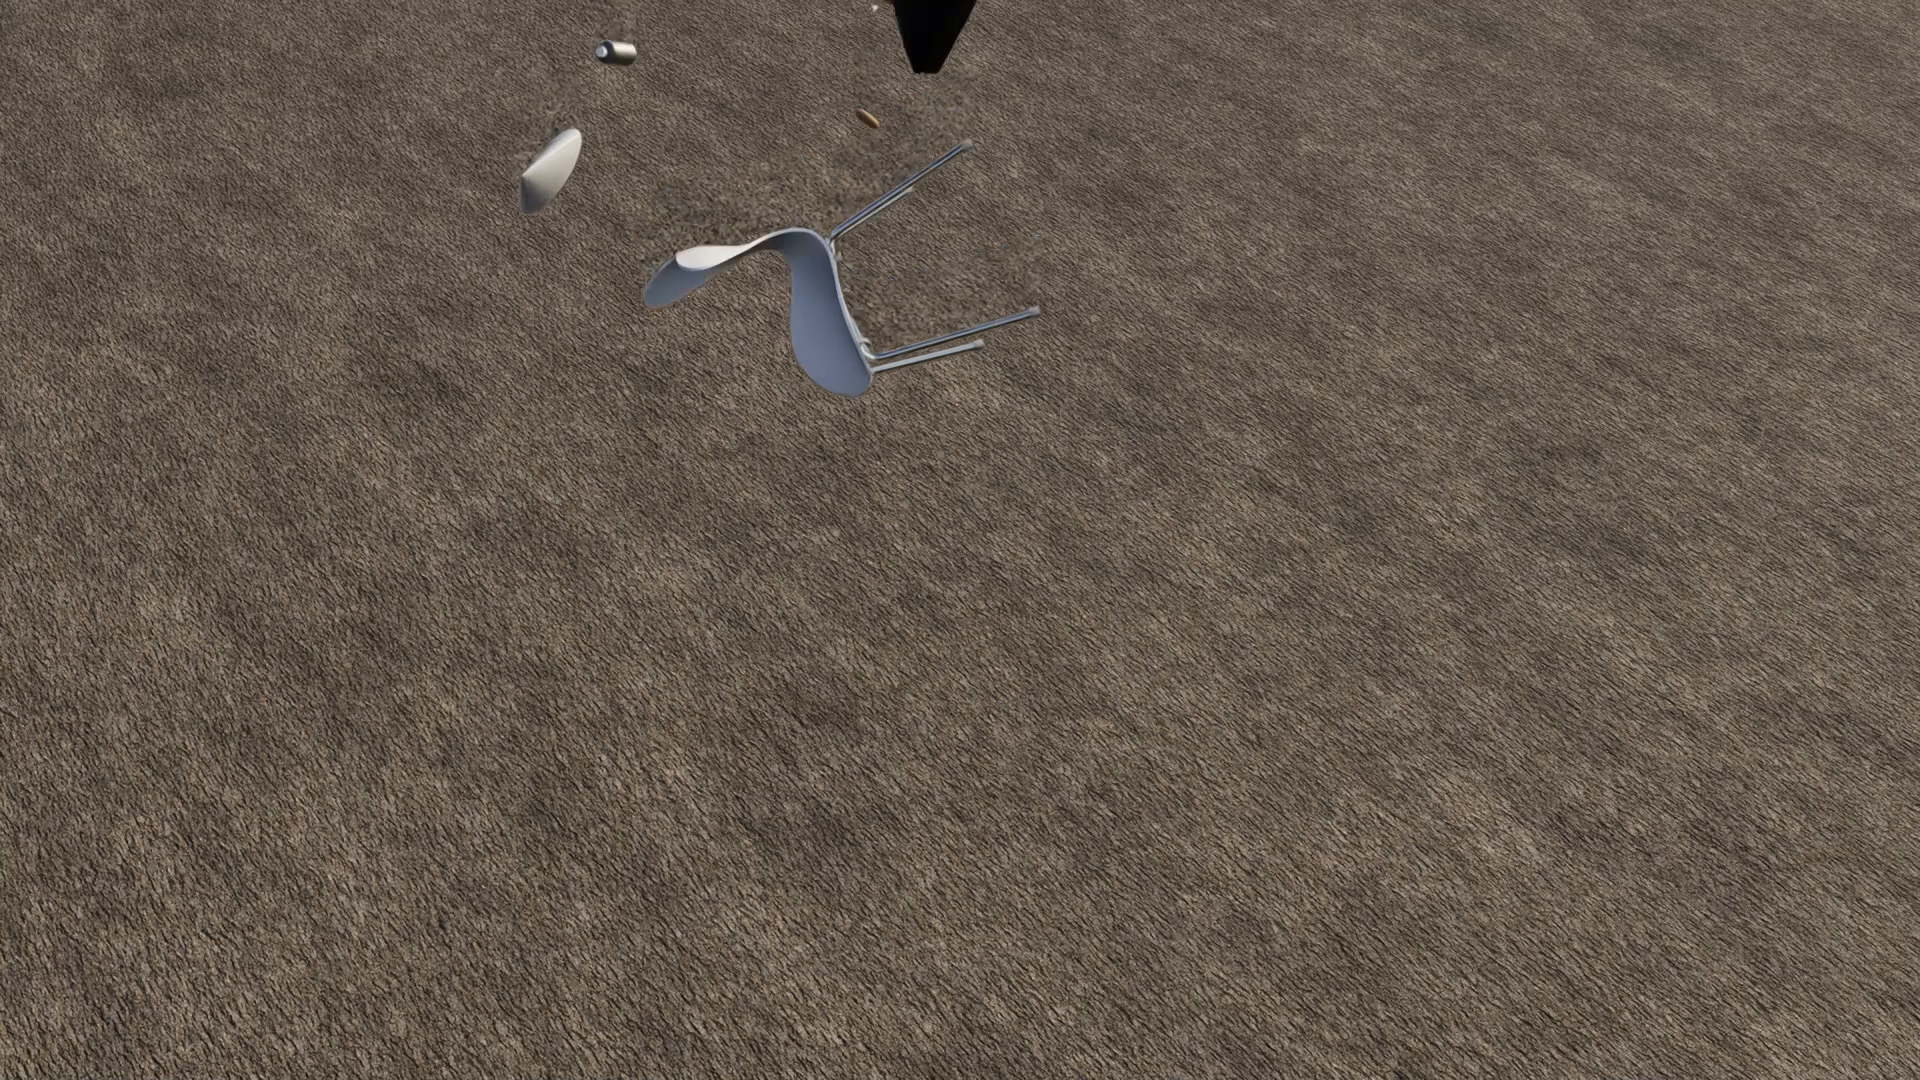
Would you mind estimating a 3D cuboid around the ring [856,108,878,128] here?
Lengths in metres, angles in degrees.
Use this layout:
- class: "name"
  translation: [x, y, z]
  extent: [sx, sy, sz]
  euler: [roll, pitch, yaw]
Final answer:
- class: "ring"
  translation: [-0.296, -1.345, 9.356]
  extent: [0.086, 0.024, 0.116]
  euler: [35, -1, 13]

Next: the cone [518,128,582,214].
- class: "cone"
  translation: [-1.348, -1.164, 9.316]
  extent: [0.122, 0.330, 0.276]
  euler: [37, 14, 3]
